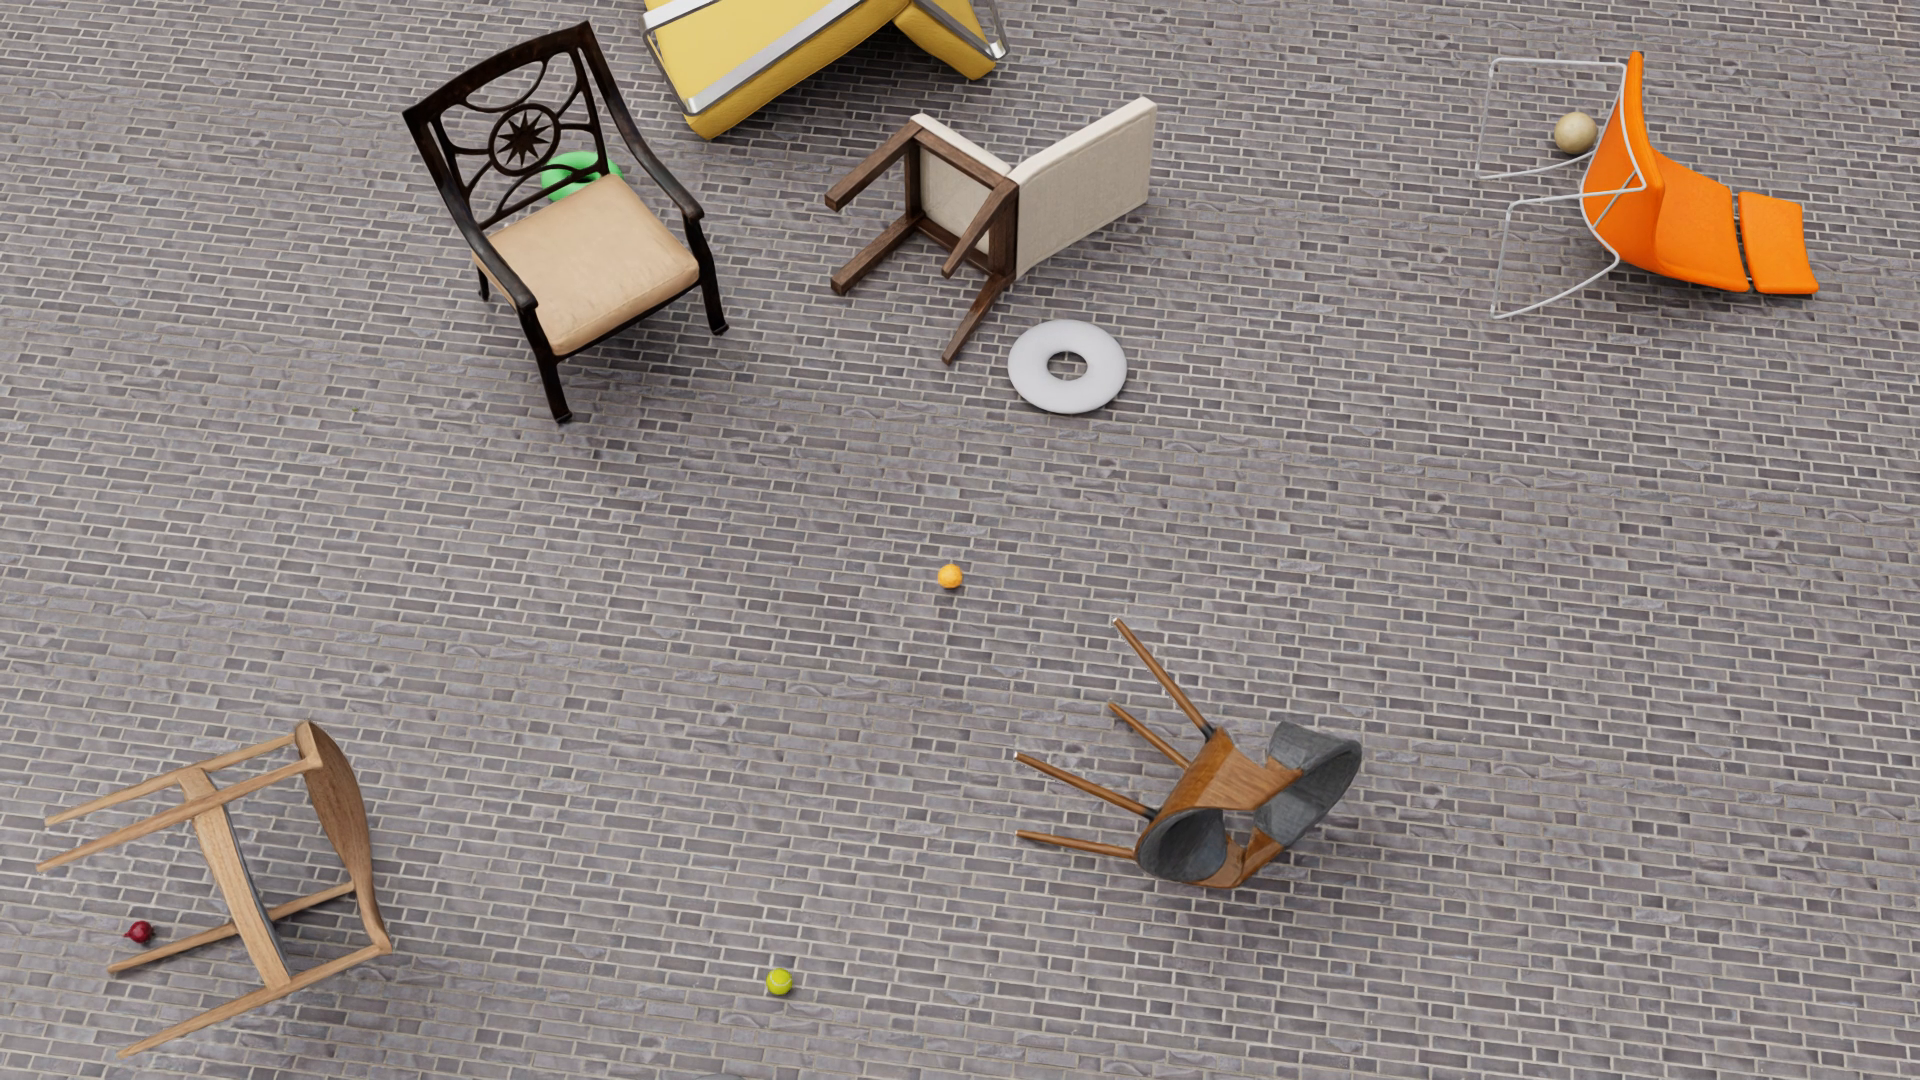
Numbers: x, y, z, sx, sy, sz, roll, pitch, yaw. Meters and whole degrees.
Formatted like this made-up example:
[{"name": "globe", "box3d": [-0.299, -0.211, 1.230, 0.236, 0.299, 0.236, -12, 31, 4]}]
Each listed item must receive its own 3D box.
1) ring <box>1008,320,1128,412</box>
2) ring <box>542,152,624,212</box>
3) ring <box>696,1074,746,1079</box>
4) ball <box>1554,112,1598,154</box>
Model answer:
[{"name": "ring", "box3d": [0.337, -0.547, 6.906, 0.378, 0.059, 0.373, 6, 56, 3]}, {"name": "ring", "box3d": [-1.253, -1.191, 7.308, 0.282, 0.109, 0.220, 10, 55, 8]}, {"name": "ring", "box3d": [-0.667, 1.478, 5.551, 0.346, 0.054, 0.226, -31, 61, -20]}, {"name": "ball", "box3d": [2.074, -1.371, 7.408, 0.143, 0.143, 0.143, 0, 56, 0]}]
